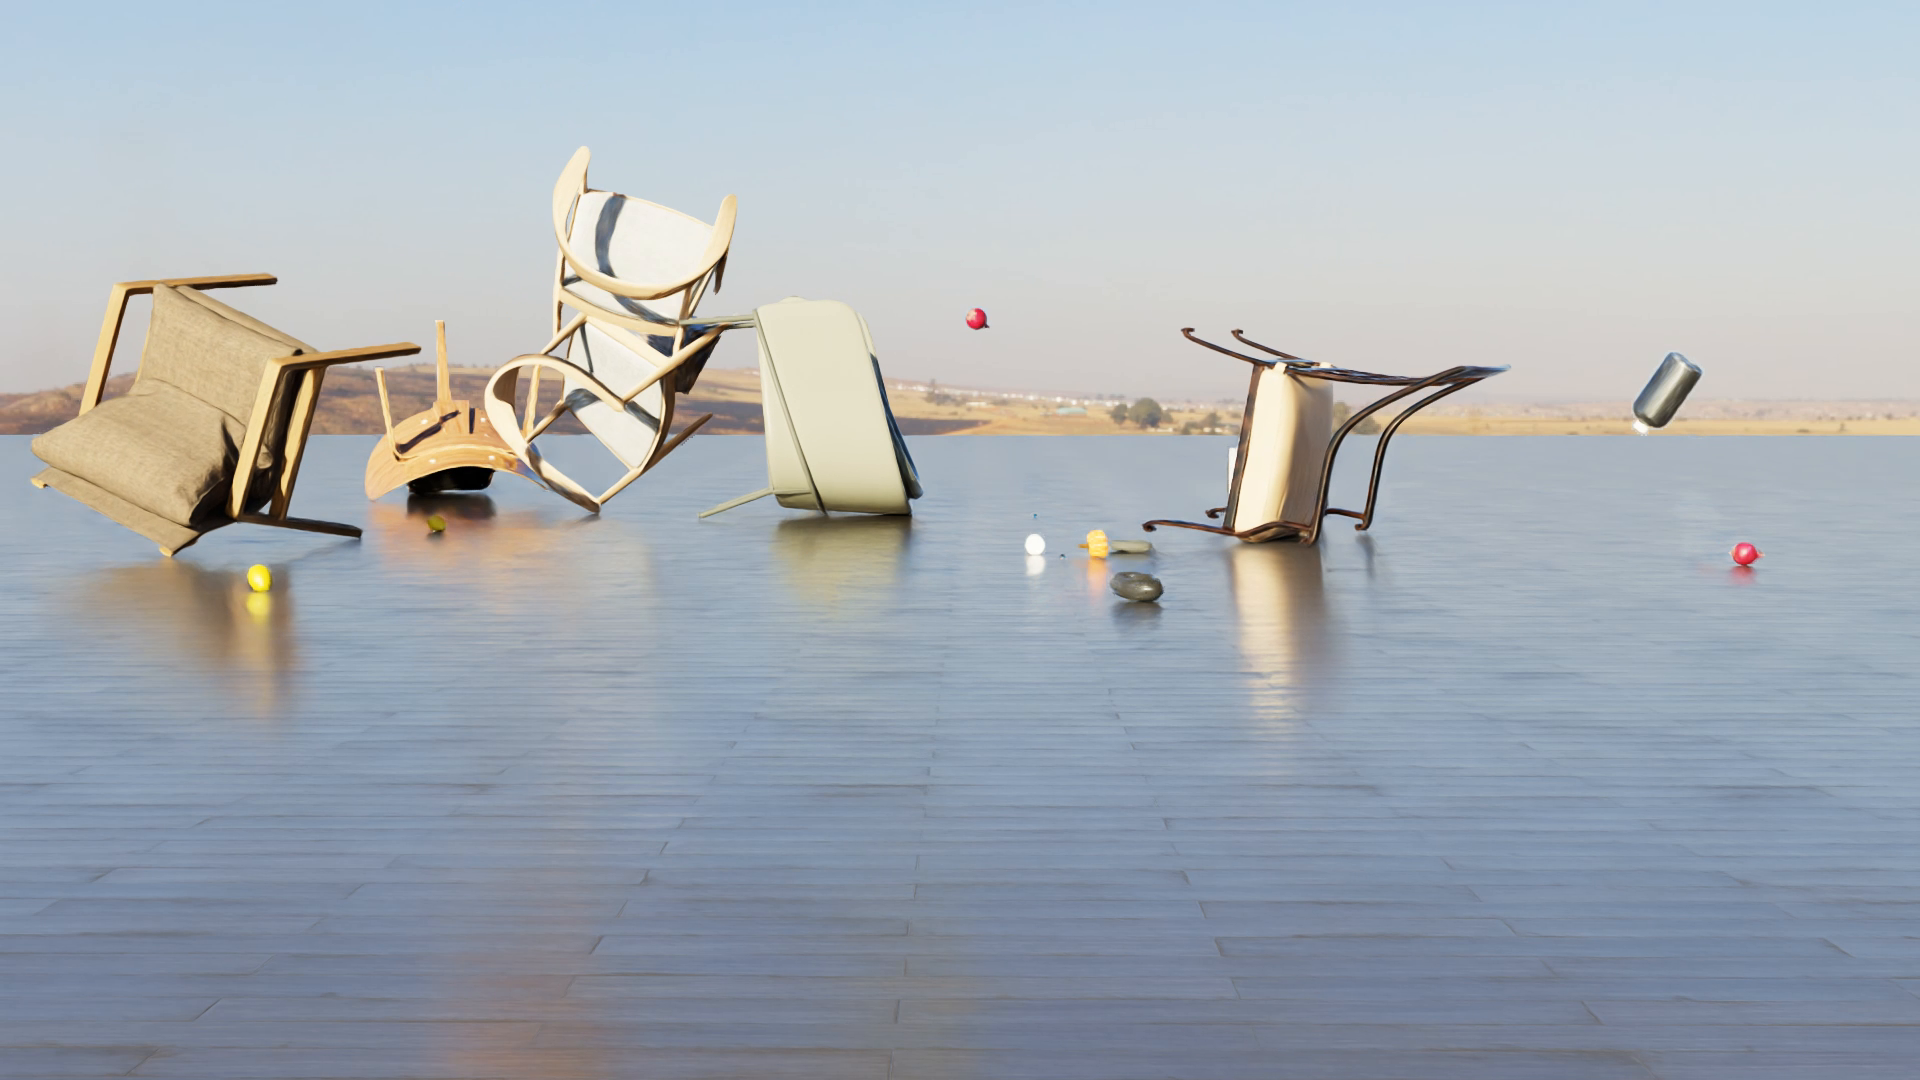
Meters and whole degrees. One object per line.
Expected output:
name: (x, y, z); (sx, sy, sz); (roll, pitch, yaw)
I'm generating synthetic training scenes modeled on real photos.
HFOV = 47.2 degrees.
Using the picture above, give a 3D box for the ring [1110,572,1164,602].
ring: (0.376, 0.099, 4.688); (0.083, 0.046, 0.145); (-10, 15, -36)

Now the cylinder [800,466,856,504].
cylinder: (-0.507, -0.210, 8.441); (0.148, 0.128, 0.180); (8, -12, 23)

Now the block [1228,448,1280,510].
block: (1.078, -0.223, 8.081); (0.183, 0.163, 0.247); (0, -15, 6)

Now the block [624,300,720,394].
block: (-1.106, -0.740, 8.465); (0.219, 0.265, 0.173); (38, 14, 25)

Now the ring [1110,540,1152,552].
ring: (0.473, 0.017, 6.075); (0.122, 0.029, 0.089); (5, 7, 30)

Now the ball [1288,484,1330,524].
ball: (1.154, -0.117, 7.273); (0.134, 0.134, 0.134); (0, 4, 0)
